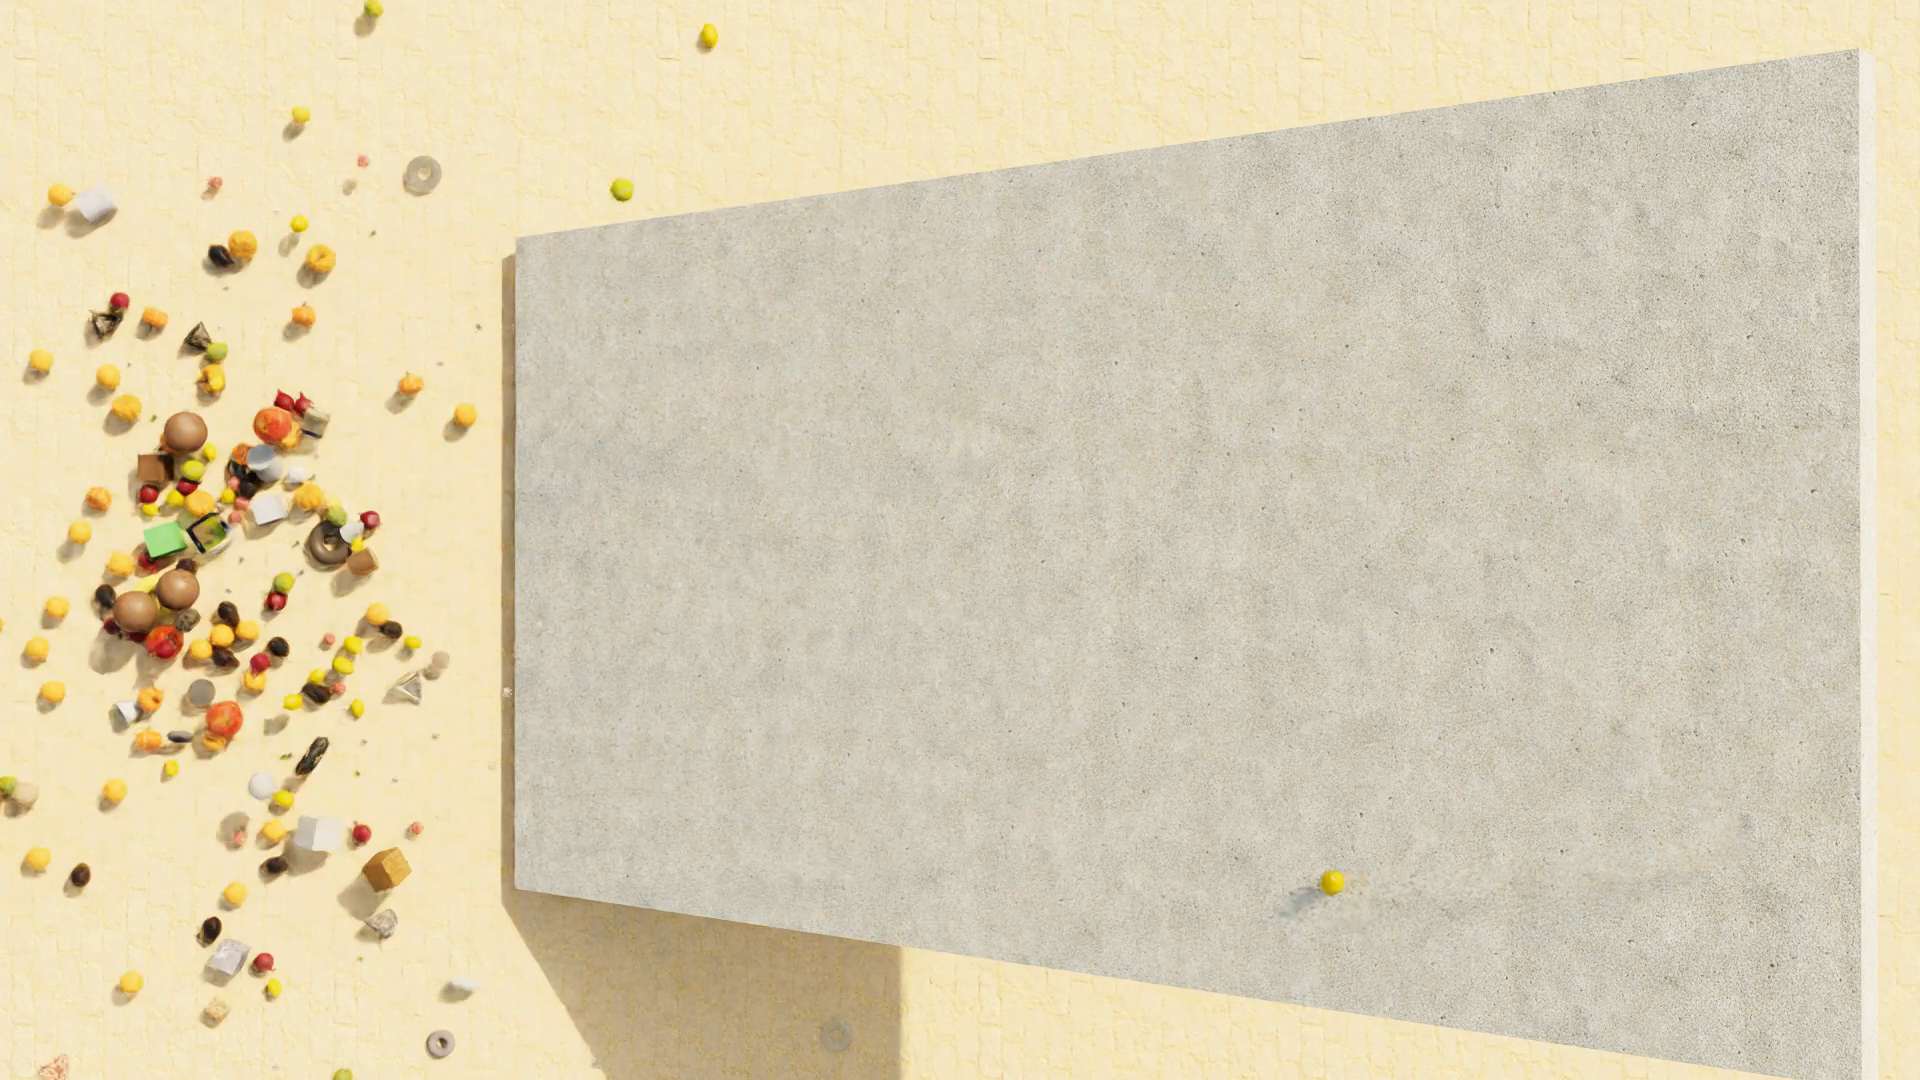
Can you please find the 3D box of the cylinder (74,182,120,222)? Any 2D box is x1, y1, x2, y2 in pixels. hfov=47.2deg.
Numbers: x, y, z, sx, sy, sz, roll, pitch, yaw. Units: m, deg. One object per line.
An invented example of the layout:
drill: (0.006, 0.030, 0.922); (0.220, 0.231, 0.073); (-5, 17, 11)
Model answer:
cylinder: (-2.666, -1.043, 6.793); (0.093, 0.093, 0.093); (-31, 90, -1)

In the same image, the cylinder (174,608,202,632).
cylinder: (-2.344, 0.243, 6.675); (0.057, 0.057, 0.057); (3, 117, 7)

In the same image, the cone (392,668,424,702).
cone: (-1.685, 0.463, 6.796); (0.097, 0.097, 0.097); (-29, 107, 0)

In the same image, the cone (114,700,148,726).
cone: (-2.556, 0.518, 6.811); (0.089, 0.089, 0.089); (-31, 90, -27)

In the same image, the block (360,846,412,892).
block: (-1.745, 1.003, 6.692); (0.090, 0.090, 0.090); (-18, 107, 30)

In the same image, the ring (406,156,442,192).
ring: (-1.663, -1.138, 6.823); (0.112, 0.037, 0.112); (0, 91, 0)

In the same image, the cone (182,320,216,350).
cone: (-2.342, -0.615, 6.817); (0.091, 0.091, 0.091); (40, 90, -27)

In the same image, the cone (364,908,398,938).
cone: (-1.798, 1.175, 6.761); (0.093, 0.093, 0.093); (-13, 68, 35)

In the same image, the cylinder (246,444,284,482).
cylinder: (-2.140, -0.237, 6.775); (0.087, 0.087, 0.087); (-2, 66, 4)

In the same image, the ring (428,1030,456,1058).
ring: (-1.607, 1.559, 6.810); (0.086, 0.029, 0.086); (0, 89, 1)

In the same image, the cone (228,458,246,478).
cone: (-2.248, -0.222, 6.805); (0.061, 0.061, 0.061); (0, 90, 0)

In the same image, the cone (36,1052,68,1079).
cone: (-2.777, 1.619, 6.785); (0.099, 0.099, 0.099); (25, 68, 0)

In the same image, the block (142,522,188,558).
block: (-2.455, 0.000, 6.791); (0.087, 0.087, 0.087); (-19, 90, 0)

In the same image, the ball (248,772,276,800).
ball: (-2.103, 0.741, 6.625); (0.085, 0.085, 0.085); (0, 90, 0)

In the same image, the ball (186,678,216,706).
ball: (-2.341, 0.470, 6.788); (0.086, 0.086, 0.086); (0, 90, 0)

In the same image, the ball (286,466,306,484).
ball: (-2.053, -0.202, 6.807); (0.057, 0.057, 0.057); (0, 90, 0)

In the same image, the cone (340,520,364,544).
cone: (-1.856, -0.037, 6.778); (0.078, 0.078, 0.078); (-25, 90, 39)

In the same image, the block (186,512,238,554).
block: (-2.310, -0.020, 6.787); (0.095, 0.095, 0.095); (-35, 90, 0)

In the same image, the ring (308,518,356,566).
ring: (-1.945, 0.007, 6.810); (0.148, 0.049, 0.148); (0, 89, 1)

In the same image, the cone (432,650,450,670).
cone: (-1.594, 0.361, 6.797); (0.061, 0.061, 0.061); (2, 104, 7)

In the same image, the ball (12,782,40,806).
ball: (-2.880, 0.783, 6.777); (0.078, 0.078, 0.078); (0, 90, 0)

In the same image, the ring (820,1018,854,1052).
ring: (-0.382, 1.533, 6.807); (0.104, 0.035, 0.104); (0, 88, 1)

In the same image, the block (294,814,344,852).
block: (-1.966, 0.897, 6.742); (0.095, 0.095, 0.095); (8, 86, 39)

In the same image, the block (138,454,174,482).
block: (-2.486, -0.224, 6.795); (0.080, 0.080, 0.080); (-1, 90, 0)

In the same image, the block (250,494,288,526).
block: (-2.135, -0.093, 6.797); (0.075, 0.075, 0.075); (-18, 90, 0)

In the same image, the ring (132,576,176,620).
ring: (-2.495, 0.177, 6.810); (0.138, 0.046, 0.138); (0, 91, 1)

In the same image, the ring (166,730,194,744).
ring: (-2.400, 0.605, 6.766); (0.077, 0.077, 0.026); (-6, 60, 0)

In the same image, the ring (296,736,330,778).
ring: (-1.989, 0.667, 6.760); (0.048, 0.143, 0.143); (33, 90, -9)

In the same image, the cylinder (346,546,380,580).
cylinder: (-1.835, 0.070, 6.760); (0.076, 0.076, 0.076); (-25, 90, -3)

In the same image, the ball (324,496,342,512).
ball: (-1.942, -0.110, 6.808); (0.051, 0.051, 0.051); (0, 90, 0)

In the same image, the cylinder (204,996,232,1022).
cylinder: (-2.293, 1.451, 6.793); (0.059, 0.059, 0.059); (32, 90, 1)

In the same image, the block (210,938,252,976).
block: (-2.250, 1.284, 6.786); (0.078, 0.078, 0.078); (24, 91, 0)

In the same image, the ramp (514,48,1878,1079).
ramp: (0.213, 0.062, 5.529); (4.000, 0.100, 2.000); (0, 90, 39)
